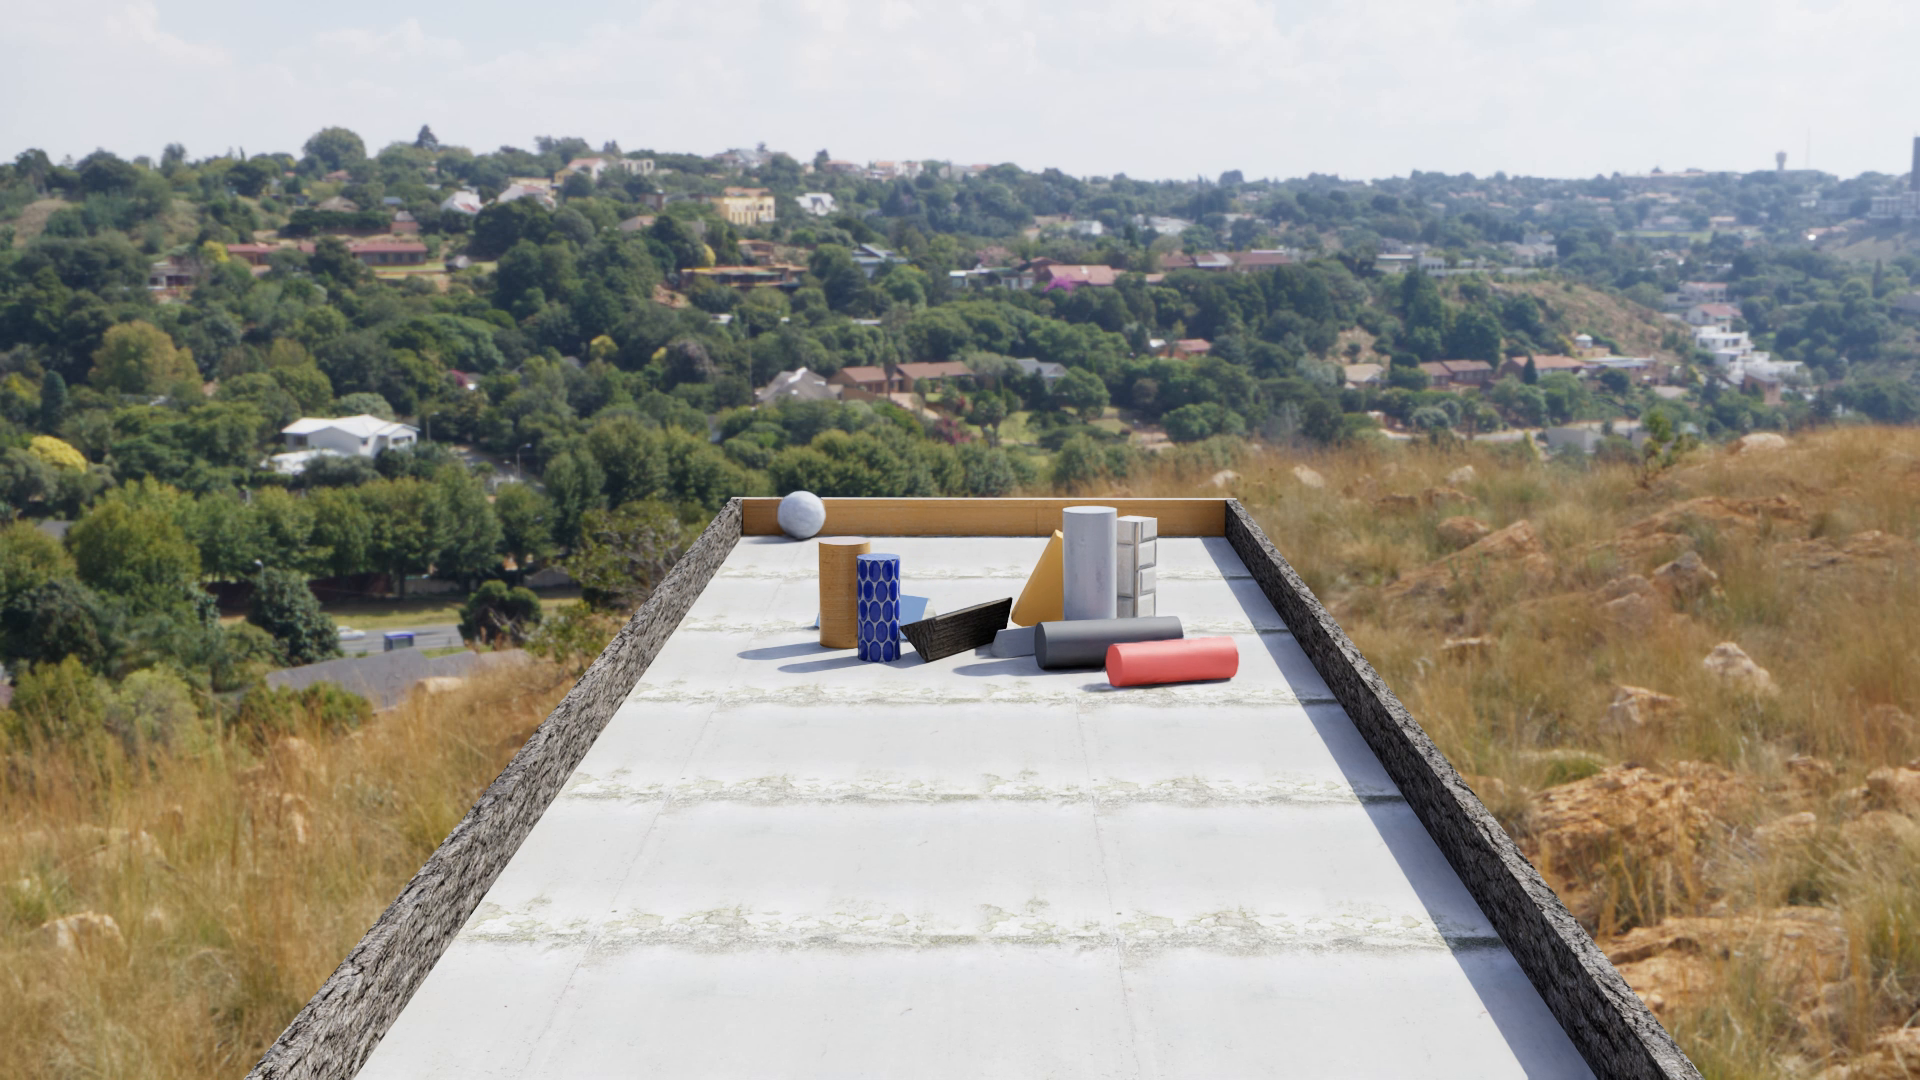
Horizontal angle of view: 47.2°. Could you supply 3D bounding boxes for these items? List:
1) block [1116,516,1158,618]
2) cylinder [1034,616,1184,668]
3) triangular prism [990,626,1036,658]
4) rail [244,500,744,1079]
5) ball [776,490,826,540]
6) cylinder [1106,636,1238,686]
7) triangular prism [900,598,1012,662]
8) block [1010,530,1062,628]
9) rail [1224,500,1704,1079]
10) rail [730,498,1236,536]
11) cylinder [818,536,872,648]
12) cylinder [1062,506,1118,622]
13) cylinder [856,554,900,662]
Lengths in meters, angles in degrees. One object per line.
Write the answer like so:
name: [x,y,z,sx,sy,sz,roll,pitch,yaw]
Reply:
block: [0.545,0.130,6.915,0.104,0.398,0.104,7,11,36]
cylinder: [0.448,0.308,6.619,0.427,0.140,0.140,-2,9,-13]
triangular prism: [0.250,0.303,6.829,0.312,0.079,0.091,-6,10,-31]
rail: [-1.004,0.839,3.234,0.050,0.150,12.000,0,9,1]
ball: [-0.653,-0.103,9.027,0.198,0.198,0.198,0,9,0]
cylinder: [0.618,0.352,6.398,0.369,0.123,0.123,-3,10,-20]
triangular prism: [0.012,0.251,6.827,0.142,0.123,0.429,51,31,17]
block: [0.302,0.147,6.974,0.154,0.308,0.154,27,7,-3]
rail: [1.046,0.843,3.208,0.050,0.150,12.000,0,9,1]
rail: [0.099,-0.098,9.147,2.100,0.150,0.050,0,9,1]
cylinder: [-0.361,0.165,6.918,0.165,0.329,0.165,0,9,0]
cylinder: [0.398,0.130,6.740,0.166,0.451,0.166,0,8,0]
cylinder: [-0.248,0.205,6.712,0.133,0.313,0.133,0,9,0]
